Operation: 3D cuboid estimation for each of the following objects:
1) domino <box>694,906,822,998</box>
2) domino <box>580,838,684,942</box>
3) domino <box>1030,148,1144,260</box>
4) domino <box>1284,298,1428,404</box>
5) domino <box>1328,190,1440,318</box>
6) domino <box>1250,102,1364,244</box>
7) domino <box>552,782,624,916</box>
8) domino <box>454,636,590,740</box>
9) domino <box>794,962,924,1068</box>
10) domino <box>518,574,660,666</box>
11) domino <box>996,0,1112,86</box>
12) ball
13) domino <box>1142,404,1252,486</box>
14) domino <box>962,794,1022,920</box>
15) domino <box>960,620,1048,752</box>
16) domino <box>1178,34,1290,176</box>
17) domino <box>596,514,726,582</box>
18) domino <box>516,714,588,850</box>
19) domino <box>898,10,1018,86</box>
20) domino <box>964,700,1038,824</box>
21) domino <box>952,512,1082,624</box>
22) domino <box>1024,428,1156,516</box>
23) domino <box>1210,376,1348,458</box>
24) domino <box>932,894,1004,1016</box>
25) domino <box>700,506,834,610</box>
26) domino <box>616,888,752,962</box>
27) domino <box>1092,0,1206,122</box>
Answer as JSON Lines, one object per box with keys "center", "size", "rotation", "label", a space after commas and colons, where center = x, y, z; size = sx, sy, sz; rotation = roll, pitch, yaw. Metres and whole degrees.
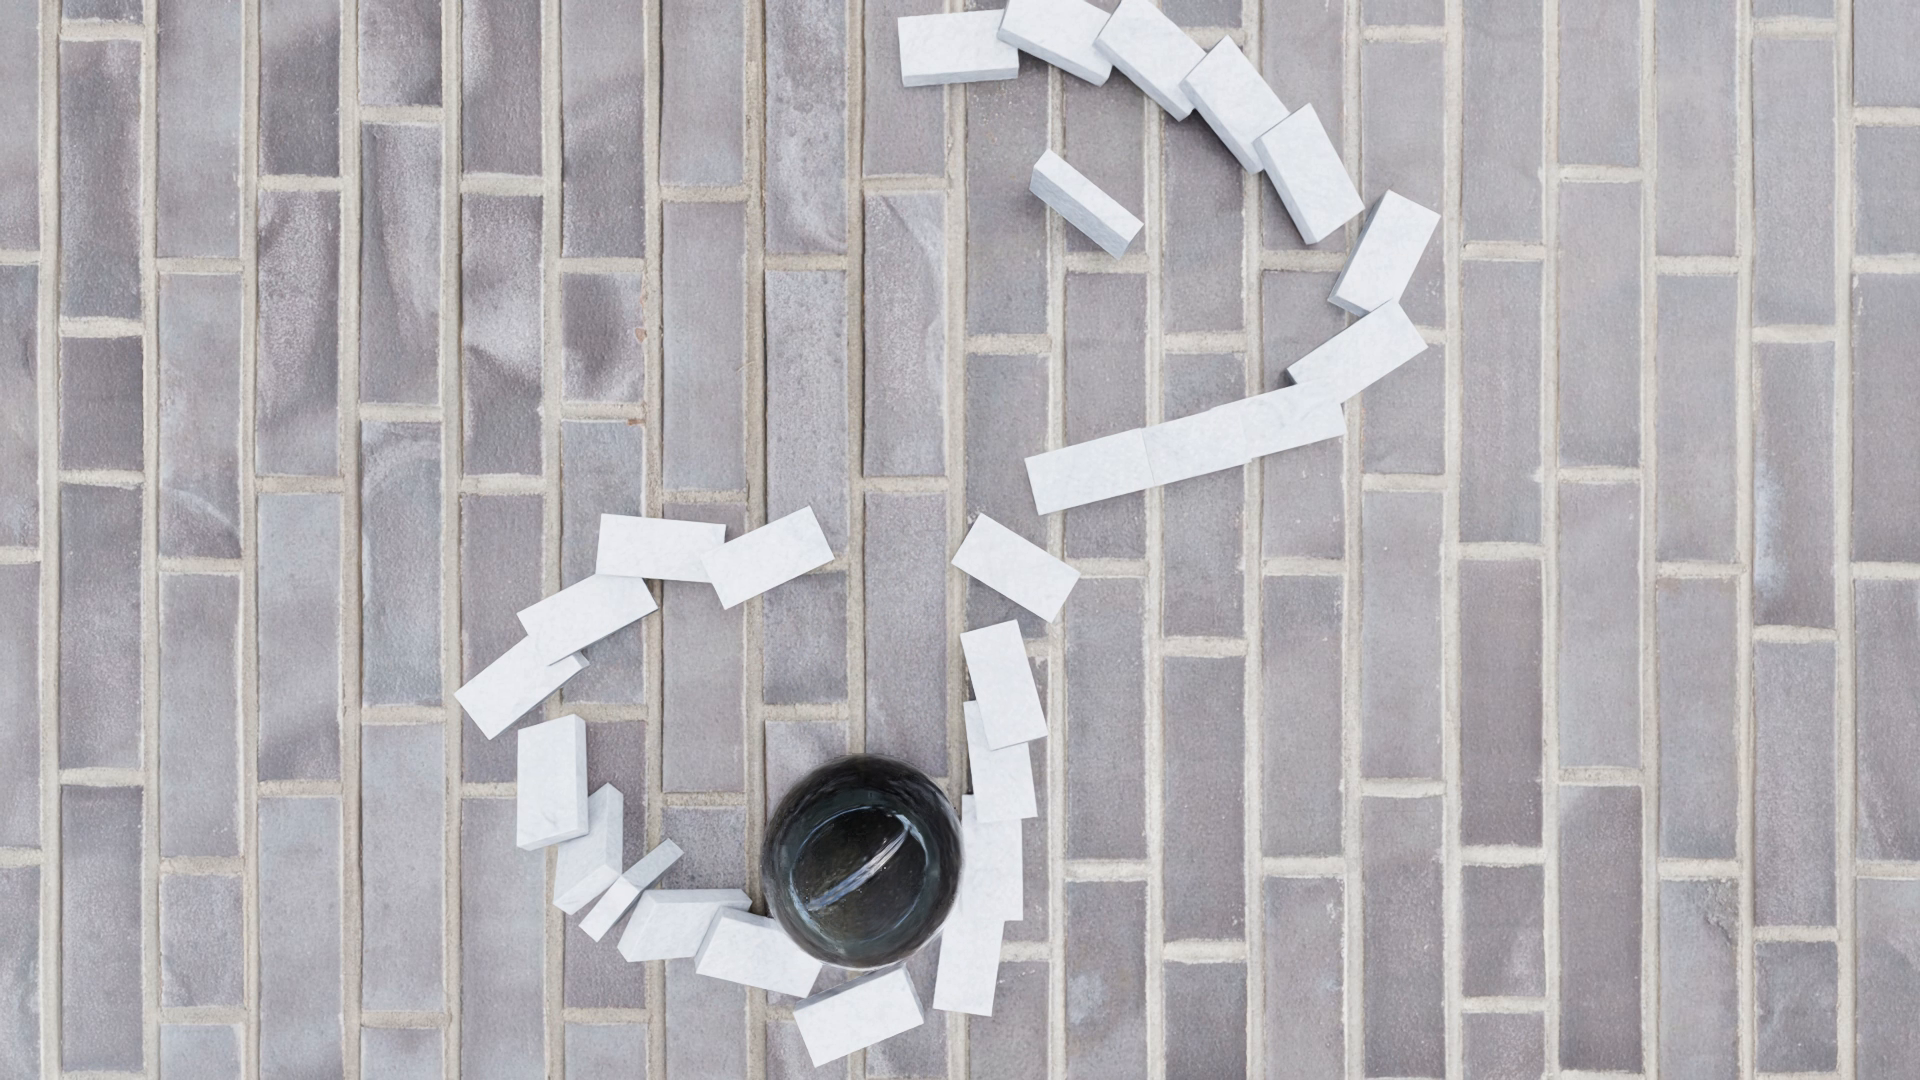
{"center": [-0.083, 0.174, 0.386], "size": [0.050, 0.010, 0.025], "rotation": [26, 90, -23], "label": "domino"}
{"center": [-0.133, 0.142, 0.375], "size": [0.009, 0.050, 0.025], "rotation": [40, 90, 3], "label": "domino"}
{"center": [0.053, -0.141, 0.388], "size": [0.050, 0.025, 0.010], "rotation": [38, 90, 0], "label": "domino"}
{"center": [0.168, -0.077, 0.390], "size": [0.050, 0.010, 0.025], "rotation": [-34, 90, 13], "label": "domino"}
{"center": [0.183, -0.121, 0.395], "size": [0.025, 0.010, 0.050], "rotation": [26, 90, 0], "label": "domino"}
{"center": [0.148, -0.155, 0.389], "size": [0.025, 0.010, 0.050], "rotation": [-36, 104, -1], "label": "domino"}
{"center": [-0.152, 0.125, 0.376], "size": [0.025, 0.050, 0.009], "rotation": [-37, 120, 0], "label": "domino"}
{"center": [-0.189, 0.060, 0.395], "size": [0.050, 0.009, 0.025], "rotation": [-38, 90, 0], "label": "domino"}
{"center": [-0.043, 0.204, 0.395], "size": [0.050, 0.010, 0.025], "rotation": [-22, 90, 0], "label": "domino"}
{"center": [-0.157, 0.030, 0.390], "size": [0.050, 0.010, 0.025], "rotation": [-29, 90, -13], "label": "domino"}
{"center": [0.043, -0.217, 0.389], "size": [0.050, 0.010, 0.025], "rotation": [18, 90, -14], "label": "domino"}
{"center": [-0.038, 0.125, 0.360], "size": [0.080, 0.080, 0.080], "rotation": [0, 90, 0], "label": "ball"}
{"center": [0.095, -0.039, 0.390], "size": [0.050, 0.009, 0.025], "rotation": [-14, 90, 13], "label": "domino"}
{"center": [0.013, 0.134, 0.390], "size": [0.025, 0.010, 0.050], "rotation": [0, 77, 0], "label": "domino"}
{"center": [0.018, 0.061, 0.388], "size": [0.025, 0.010, 0.050], "rotation": [-14, 73, -2], "label": "domino"}
{"center": [0.119, -0.184, 0.389], "size": [0.050, 0.009, 0.025], "rotation": [44, 90, -14], "label": "domino"}
{"center": [-0.126, 0.004, 0.389], "size": [0.050, 0.010, 0.025], "rotation": [5, 85, -13], "label": "domino"}
{"center": [-0.170, 0.101, 0.383], "size": [0.025, 0.010, 0.050], "rotation": [-16, 59, 0], "label": "domino"}
{"center": [-0.001, -0.212, 0.395], "size": [0.050, 0.009, 0.025], "rotation": [-4, 90, 0], "label": "domino"}
{"center": [0.017, 0.093, 0.389], "size": [0.025, 0.010, 0.050], "rotation": [-7, 76, 0], "label": "domino"}
{"center": [0.024, 0.012, 0.395], "size": [0.050, 0.009, 0.025], "rotation": [31, 90, 0], "label": "domino"}
{"center": [0.055, -0.029, 0.390], "size": [0.050, 0.009, 0.025], "rotation": [-14, 90, 13], "label": "domino"}
{"center": [0.135, -0.050, 0.389], "size": [0.050, 0.009, 0.025], "rotation": [-14, 90, 14], "label": "domino"}
{"center": [0.004, 0.177, 0.395], "size": [0.025, 0.009, 0.050], "rotation": [8, 90, 0], "label": "domino"}
{"center": [-0.082, 0.007, 0.389], "size": [0.050, 0.010, 0.025], "rotation": [-25, 92, -13], "label": "domino"}
{"center": [-0.112, 0.158, 0.378], "size": [0.009, 0.050, 0.025], "rotation": [26, 90, 40], "label": "domino"}
{"center": [0.083, -0.206, 0.389], "size": [0.050, 0.009, 0.025], "rotation": [34, 90, -14], "label": "domino"}
